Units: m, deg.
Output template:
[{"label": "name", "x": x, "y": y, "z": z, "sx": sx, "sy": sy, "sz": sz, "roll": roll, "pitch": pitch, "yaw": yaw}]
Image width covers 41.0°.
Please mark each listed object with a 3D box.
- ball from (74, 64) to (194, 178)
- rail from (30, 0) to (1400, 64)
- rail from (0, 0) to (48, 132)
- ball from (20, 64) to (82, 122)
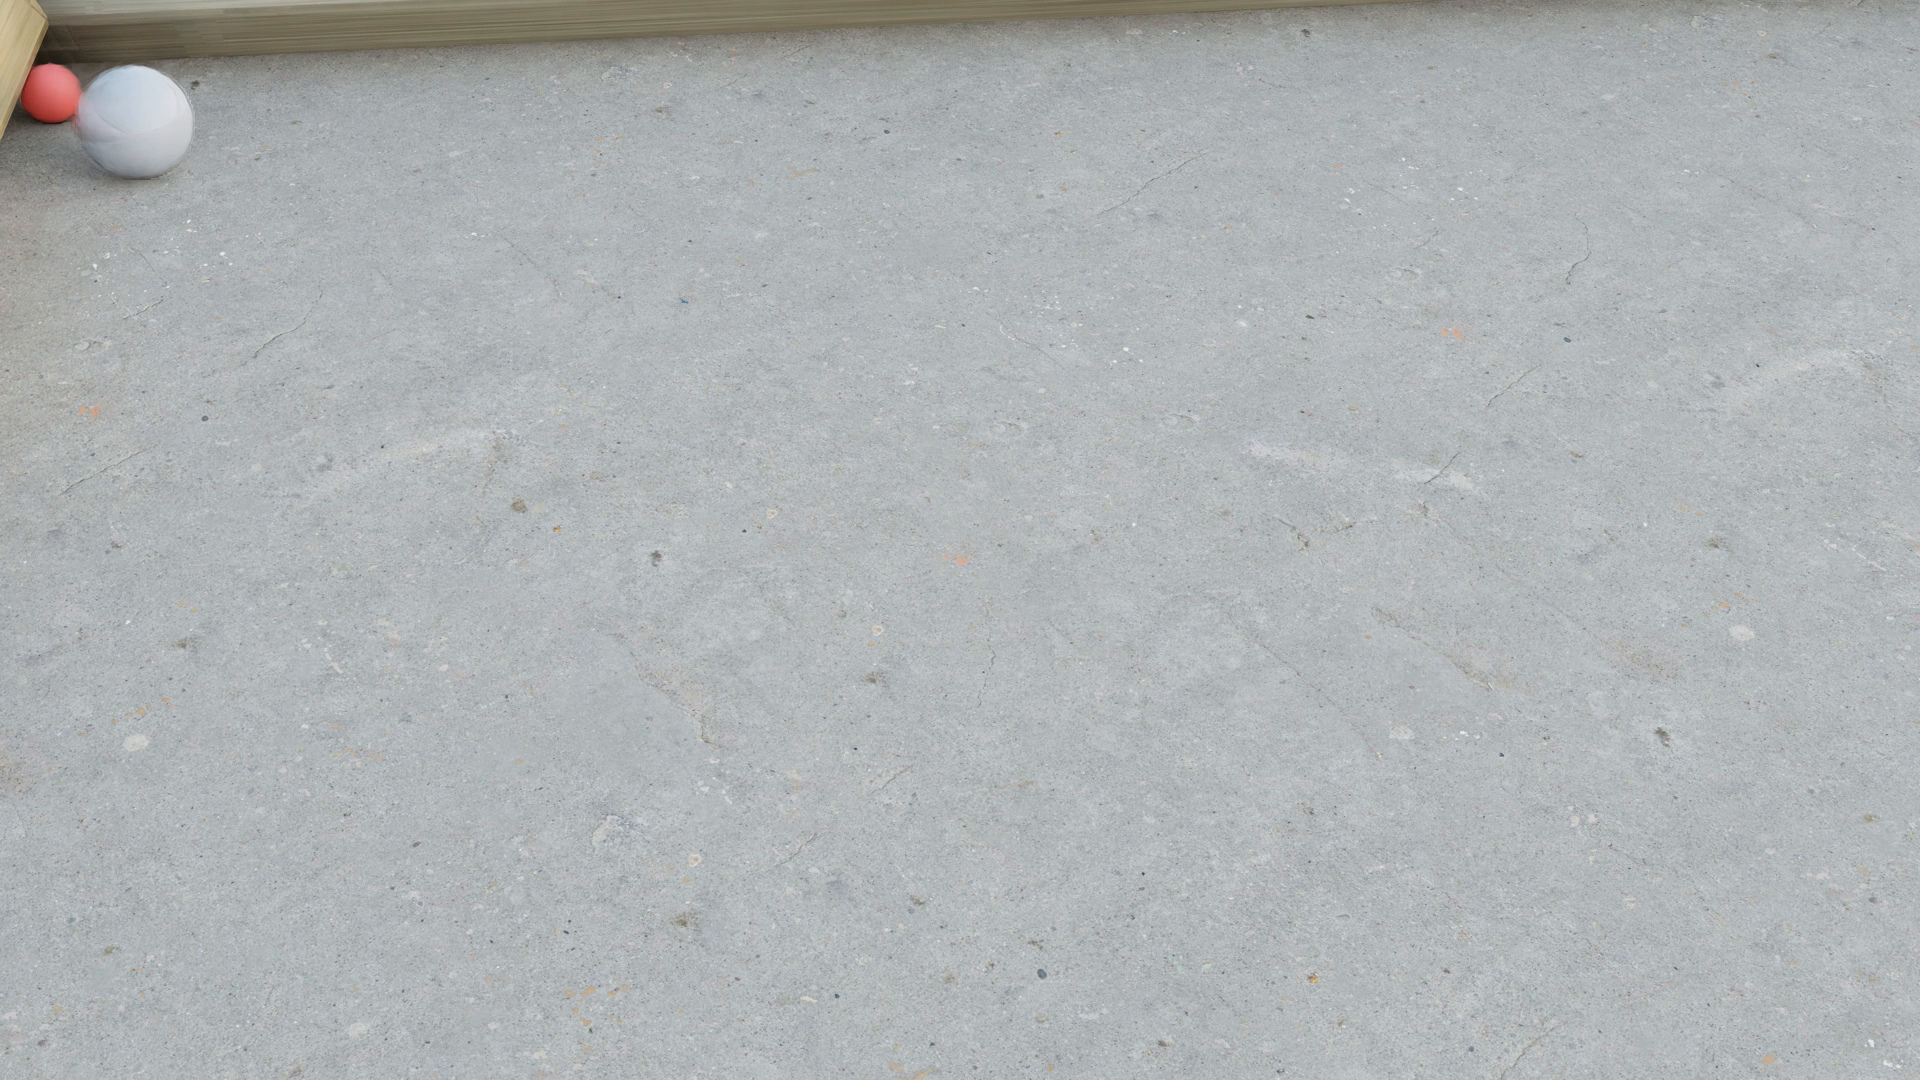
[{"label": "ball", "x": -0.679, "y": -0.344, "z": 2.109, "sx": 0.092, "sy": 0.092, "sz": 0.092, "roll": 0, "pitch": 36, "yaw": 0}, {"label": "rail", "x": 0.663, "y": -0.557, "z": 2.378, "sx": 3.027, "sy": 0.120, "sz": 0.045, "roll": -4, "pitch": 36, "yaw": -5}, {"label": "rail", "x": -0.729, "y": 0.023, "z": 1.579, "sx": 0.045, "sy": 0.120, "sz": 1.712, "roll": -4, "pitch": 36, "yaw": -5}, {"label": "ball", "x": -0.779, "y": -0.383, "z": 2.199, "sx": 0.050, "sy": 0.050, "sz": 0.050, "roll": 0, "pitch": 36, "yaw": 0}]
